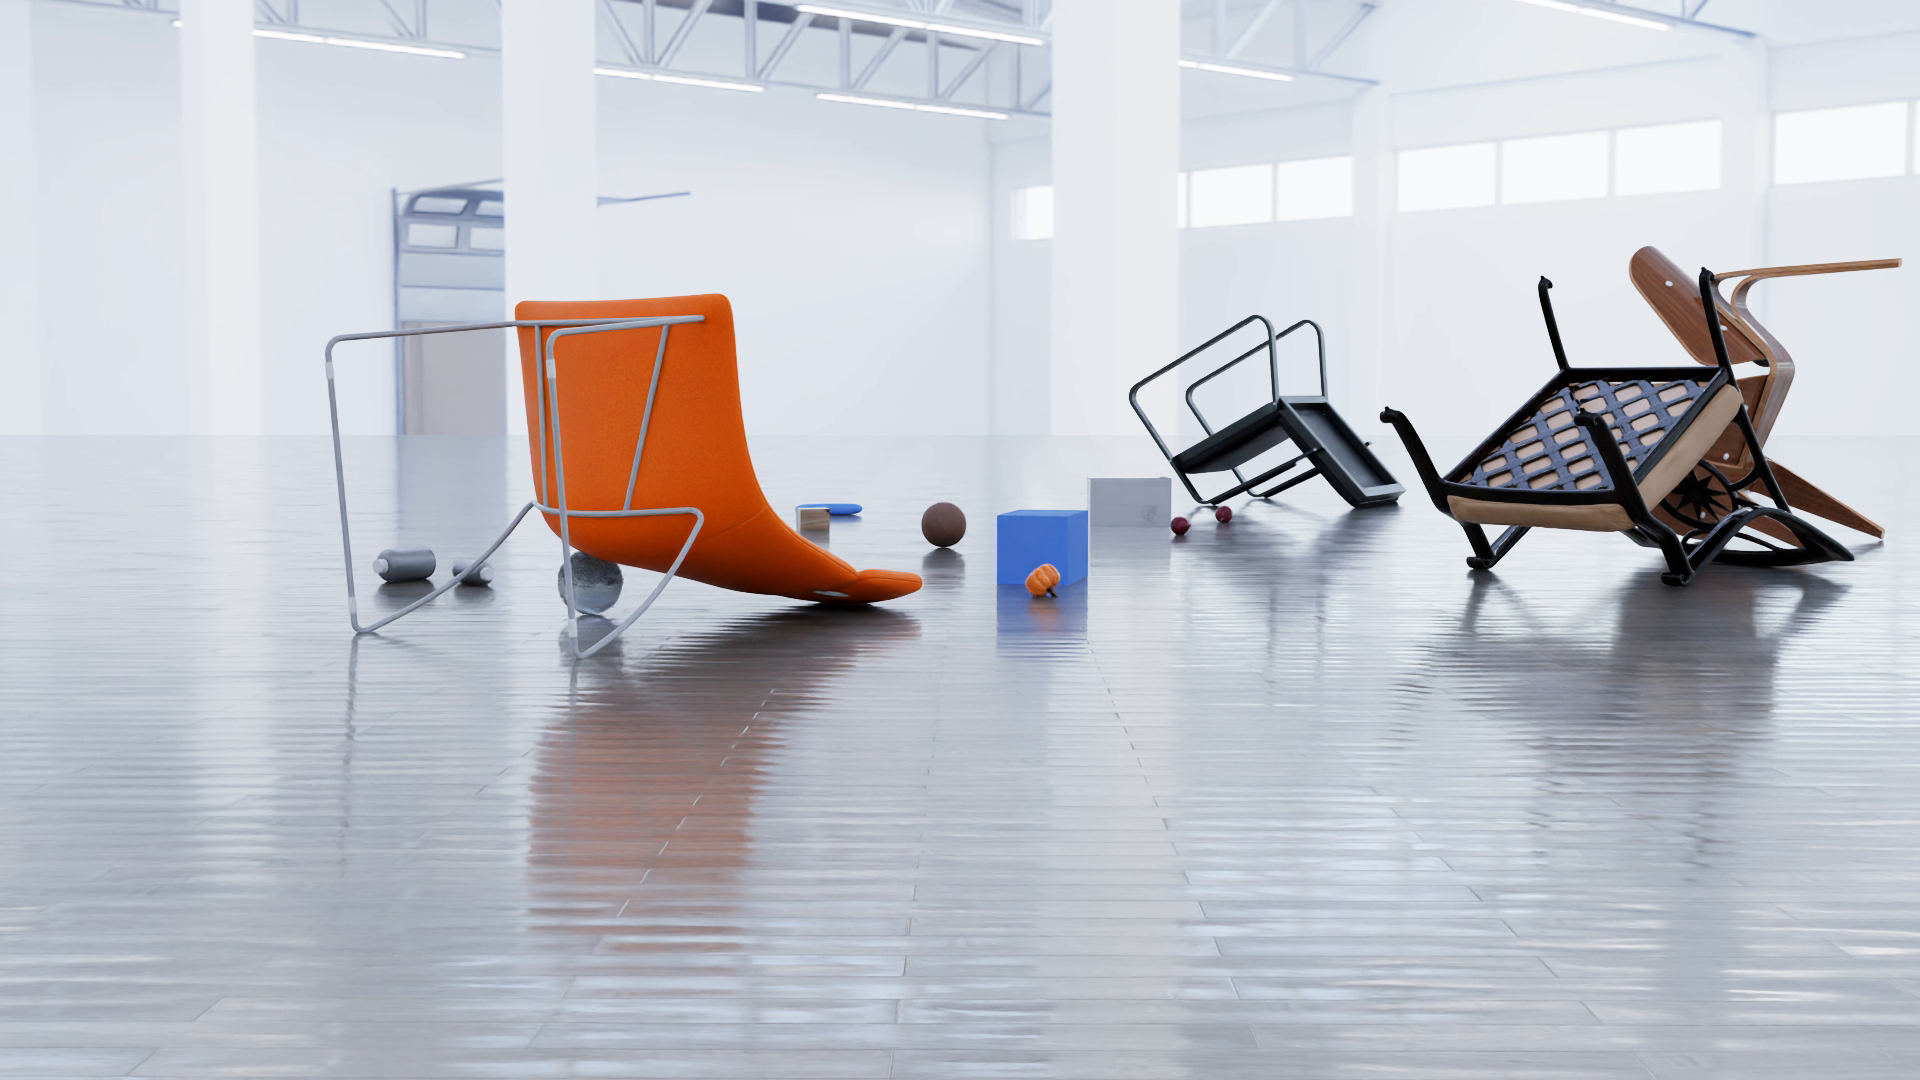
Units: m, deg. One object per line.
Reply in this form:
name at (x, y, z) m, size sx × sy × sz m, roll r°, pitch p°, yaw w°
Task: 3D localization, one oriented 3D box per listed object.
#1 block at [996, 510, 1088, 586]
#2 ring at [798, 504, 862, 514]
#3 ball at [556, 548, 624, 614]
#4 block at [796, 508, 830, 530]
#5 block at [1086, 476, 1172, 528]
block at (0.197, 0.014, 5.181) m, size 0.166 × 0.158 × 0.265 m, roll 1°, pitch 4°, yaw 13°
ring at (-0.470, -0.111, 7.878) m, size 0.242 × 0.039 × 0.086 m, roll -1°, pitch 2°, yaw -1°
ball at (-0.737, 0.083, 4.382) m, size 0.131 × 0.131 × 0.131 m, roll 0°, pitch 4°, yaw 0°
block at (-0.473, -0.069, 7.066) m, size 0.095 × 0.066 × 0.075 m, roll -1°, pitch 4°, yaw -15°
block at (0.552, -0.125, 7.194) m, size 0.265 × 0.161 × 0.114 m, roll 0°, pitch 4°, yaw -3°
